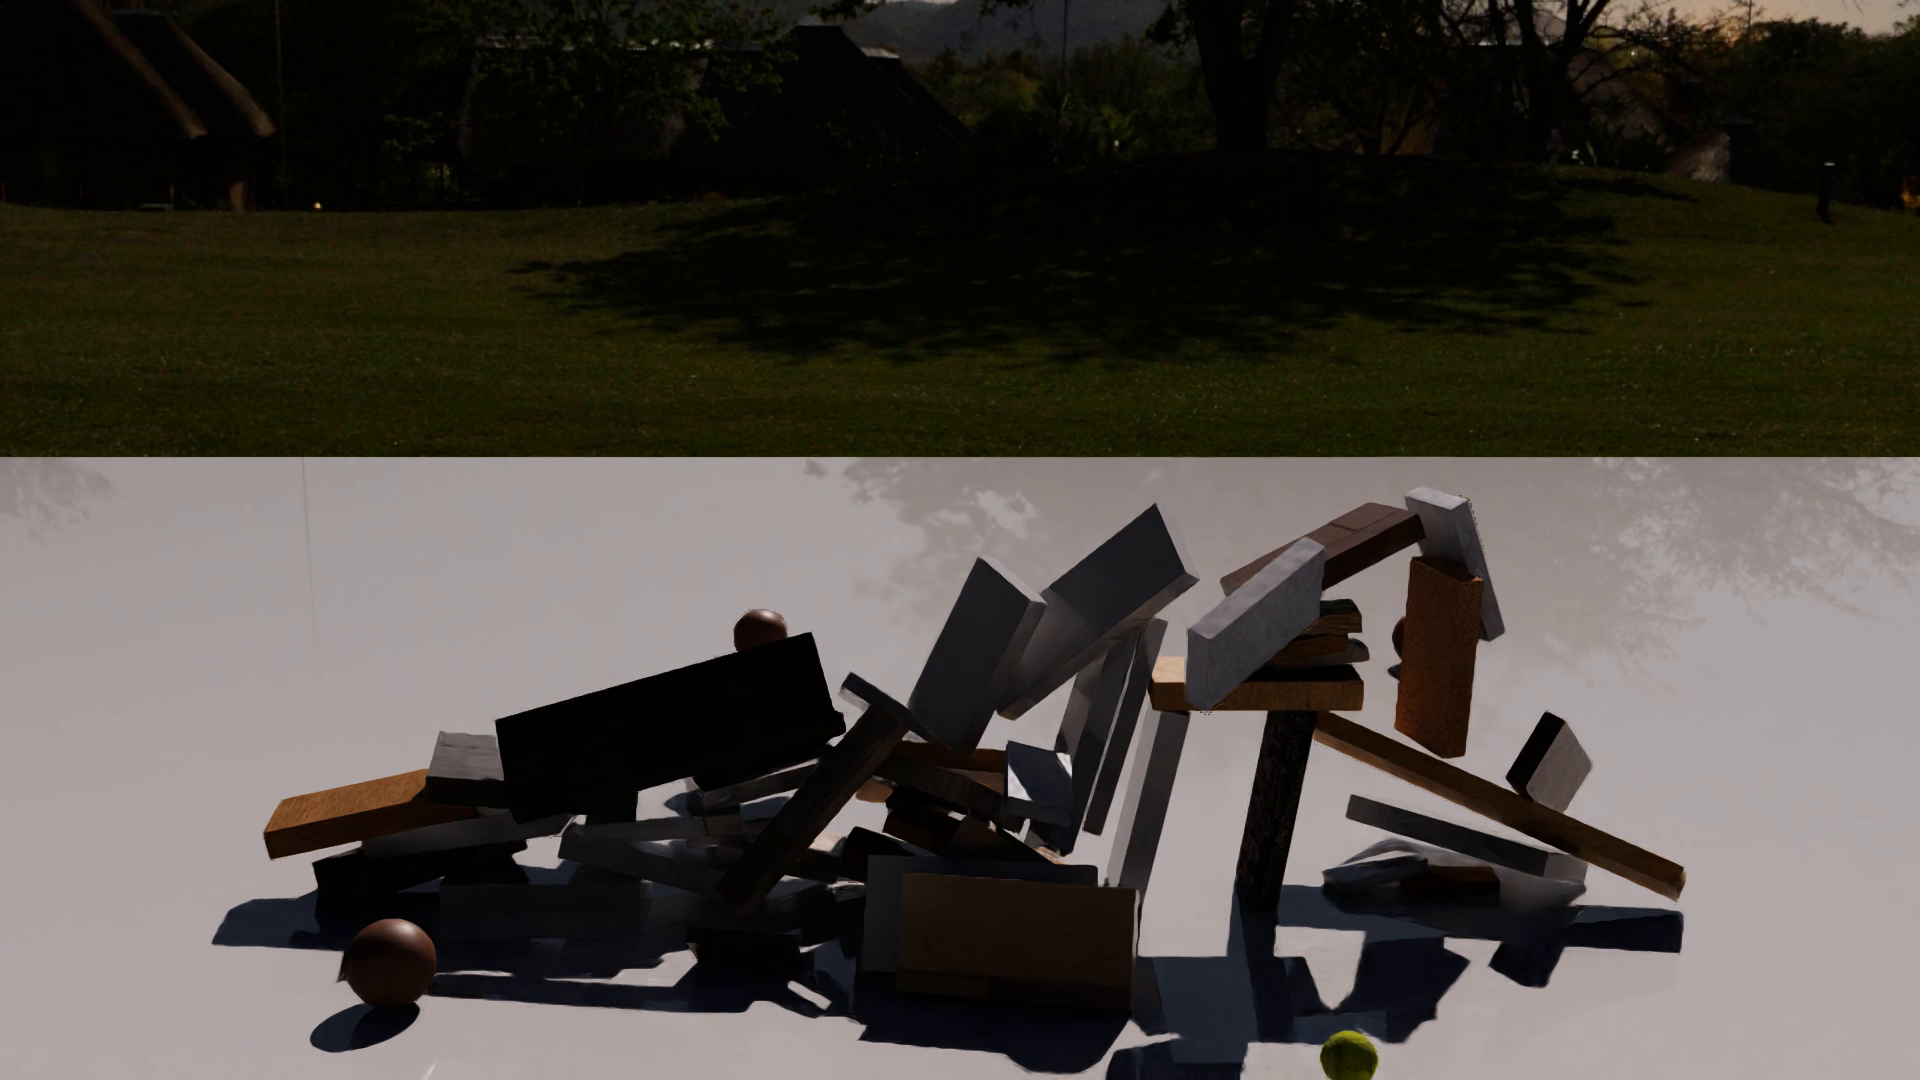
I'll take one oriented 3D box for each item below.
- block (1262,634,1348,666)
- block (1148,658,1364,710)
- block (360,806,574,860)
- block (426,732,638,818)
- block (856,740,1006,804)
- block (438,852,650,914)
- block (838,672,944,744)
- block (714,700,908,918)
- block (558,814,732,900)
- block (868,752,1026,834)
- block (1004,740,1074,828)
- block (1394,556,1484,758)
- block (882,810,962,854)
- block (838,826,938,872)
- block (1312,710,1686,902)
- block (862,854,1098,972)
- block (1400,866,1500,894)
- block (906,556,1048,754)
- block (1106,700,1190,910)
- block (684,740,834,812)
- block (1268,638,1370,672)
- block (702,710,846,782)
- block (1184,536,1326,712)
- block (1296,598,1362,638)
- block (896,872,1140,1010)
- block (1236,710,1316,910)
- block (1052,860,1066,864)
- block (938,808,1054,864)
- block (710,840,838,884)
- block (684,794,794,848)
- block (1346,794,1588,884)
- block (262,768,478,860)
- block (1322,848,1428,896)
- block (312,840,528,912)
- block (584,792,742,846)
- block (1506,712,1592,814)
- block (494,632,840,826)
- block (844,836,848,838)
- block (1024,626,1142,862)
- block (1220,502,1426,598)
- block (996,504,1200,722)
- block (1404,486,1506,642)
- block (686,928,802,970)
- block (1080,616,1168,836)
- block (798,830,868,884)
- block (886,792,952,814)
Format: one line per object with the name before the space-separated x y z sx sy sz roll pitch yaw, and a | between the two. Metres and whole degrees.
block | 0.503 0.172 3.569 0.225 0.032 0.113 -9 11 -18
block | 0.478 0.235 3.602 0.335 0.047 0.167 0 11 1
block | -0.810 0.460 3.671 0.335 0.047 0.167 -9 13 9
block | -0.695 0.385 3.610 0.335 0.047 0.167 5 19 -8
block | -0.028 0.402 3.724 0.302 0.043 0.151 5 -34 6
block | -0.686 0.569 3.658 0.325 0.046 0.162 0 11 -2
block | -0.111 0.302 3.757 0.206 0.029 0.103 33 -15 3
block | -0.235 0.424 3.469 0.081 0.389 0.023 36 -7 49
block | -0.493 0.524 3.679 0.325 0.046 0.162 14 10 0
block | -0.045 0.391 3.505 0.151 0.043 0.301 31 -13 -38
block | 0.122 0.380 3.434 0.103 0.029 0.206 14 18 -4
block | 0.807 0.197 3.713 0.044 0.308 0.154 -3 16 -20
block | -0.012 0.493 3.625 0.213 0.030 0.107 21 13 11
block | -0.087 0.538 3.656 0.213 0.030 0.107 18 12 5
block | 0.877 0.432 3.692 0.686 0.036 0.128 24 -10 25
block | 0.030 0.568 3.301 0.344 0.172 0.049 2 -11 9
block | 0.823 0.572 3.704 0.157 0.022 0.078 0 11 2
block | 0.026 0.191 3.646 0.042 0.293 0.147 9 23 -44
block | 0.310 0.424 3.640 0.047 0.335 0.167 13 10 -2
block | -0.326 0.390 3.680 0.247 0.035 0.123 -12 16 -21
block | 0.582 0.188 3.598 0.157 0.022 0.078 -7 10 -4
block | -0.330 0.337 3.717 0.247 0.035 0.123 -20 19 -32
block | 0.459 0.129 3.413 0.042 0.147 0.293 29 48 33
block | 0.535 0.132 3.596 0.225 0.032 0.113 -5 10 2
block | 0.084 0.584 3.213 0.344 0.172 0.049 2 -6 12
block | 0.521 0.424 3.640 0.047 0.335 0.167 9 10 -2
block | 0.078 0.549 3.661 0.213 0.030 0.107 12 12 -7
block | 0.101 0.530 3.353 0.274 0.103 0.029 34 14 2
block | -0.314 0.527 3.699 0.210 0.030 0.105 13 10 -14
block | -0.358 0.469 3.681 0.210 0.030 0.105 -6 14 -11
block | 0.871 0.513 3.793 0.386 0.044 0.154 13 -1 42
block | -0.970 0.445 3.654 0.335 0.047 0.167 -12 13 -4
block | 0.699 0.558 3.703 0.157 0.022 0.078 -13 10 -16
block | -0.904 0.528 3.678 0.325 0.046 0.162 -17 13 -23
block | -0.486 0.456 3.624 0.251 0.035 0.123 -4 14 -4
block | 0.981 0.384 3.653 0.036 0.128 0.257 29 -6 33
block | -0.469 0.299 3.523 0.528 0.049 0.172 -16 55 -5
block | -0.185 0.539 3.795 0.107 0.054 0.015 -1 19 -6
block | 0.208 0.301 3.623 0.043 0.461 0.151 22 -19 -9
block | 0.602 0.030 3.657 0.308 0.044 0.154 -26 16 -15
block | 0.203 0.121 3.613 0.042 0.415 0.147 26 34 -44
block | 0.841 0.040 3.740 0.036 0.257 0.128 -28 23 -18
block | -0.325 0.618 3.320 0.161 0.023 0.081 2 -32 12
block | 0.265 0.302 3.614 0.032 0.364 0.113 18 -2 -2
block | -0.158 0.543 3.685 0.210 0.030 0.105 17 12 2
block | -0.063 0.434 3.637 0.107 0.015 0.054 3 10 14
